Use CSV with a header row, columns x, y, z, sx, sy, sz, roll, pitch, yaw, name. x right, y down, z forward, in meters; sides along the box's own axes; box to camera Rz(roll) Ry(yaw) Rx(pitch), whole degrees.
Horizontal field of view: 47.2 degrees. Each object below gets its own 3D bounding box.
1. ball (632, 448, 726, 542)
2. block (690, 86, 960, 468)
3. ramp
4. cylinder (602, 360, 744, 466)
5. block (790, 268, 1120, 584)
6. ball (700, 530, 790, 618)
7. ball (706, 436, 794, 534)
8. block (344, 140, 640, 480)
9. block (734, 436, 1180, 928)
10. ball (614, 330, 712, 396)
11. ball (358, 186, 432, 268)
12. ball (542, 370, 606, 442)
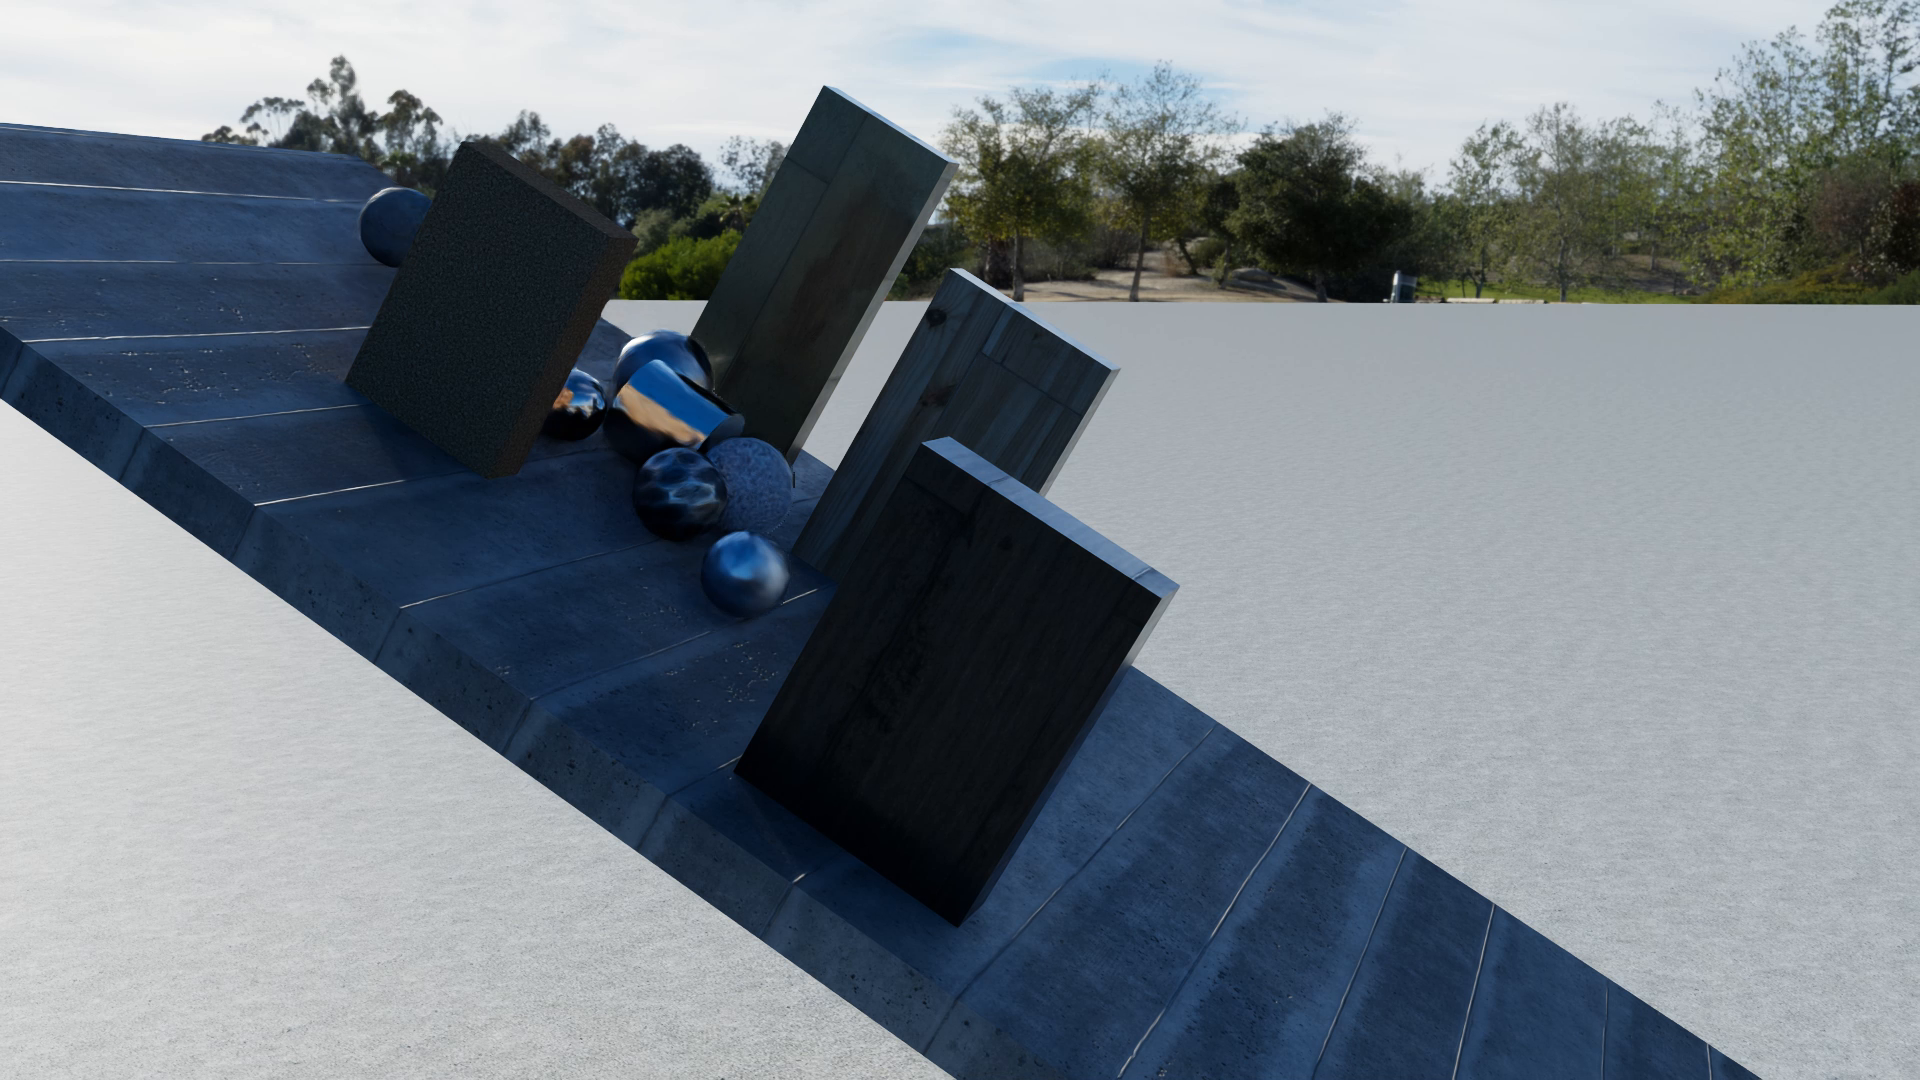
x,y,z,sx,sy,sz,roll,pitch,yaw,name
-0.524,-0.085,4.103,0.176,0.176,0.176,0,7,0,ball
-0.339,-0.566,4.838,0.328,0.789,0.085,33,15,11,block
-0.171,0.281,4.121,4.000,0.100,2.000,33,15,11,ramp
-0.574,-0.222,4.407,0.202,0.202,0.202,33,15,12,cylinder
-0.014,-0.156,4.364,0.377,0.660,0.084,33,15,11,block
-0.383,0.061,3.926,0.159,0.159,0.159,0,7,0,ball
-0.425,-0.105,4.318,0.197,0.197,0.197,0,7,0,ball
-0.839,-0.409,3.931,0.331,0.495,0.113,33,15,11,block
-0.010,0.210,3.296,0.417,0.591,0.135,33,15,11,block
-0.632,-0.344,4.684,0.209,0.209,0.209,0,7,0,ball
-1.203,-0.672,4.732,0.175,0.175,0.175,0,7,0,ball
-0.762,-0.264,4.303,0.140,0.140,0.140,0,7,0,ball
